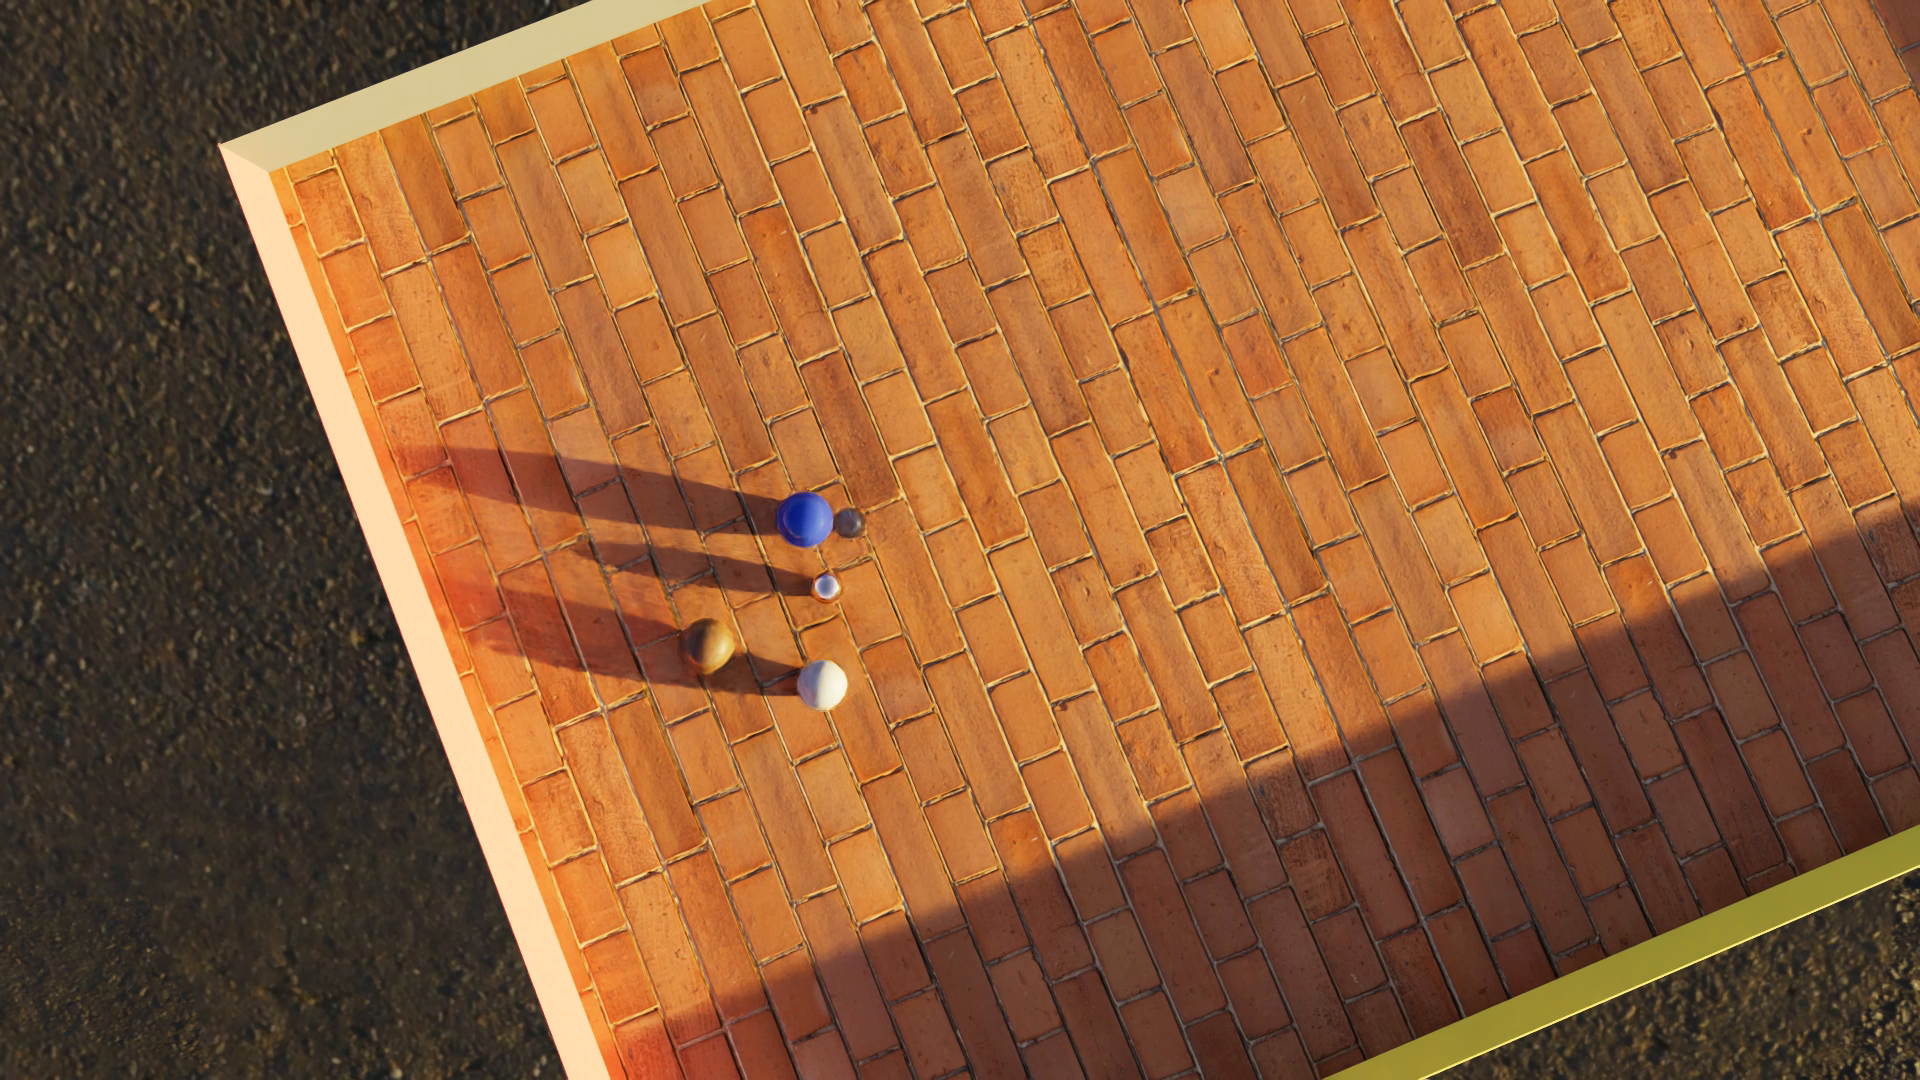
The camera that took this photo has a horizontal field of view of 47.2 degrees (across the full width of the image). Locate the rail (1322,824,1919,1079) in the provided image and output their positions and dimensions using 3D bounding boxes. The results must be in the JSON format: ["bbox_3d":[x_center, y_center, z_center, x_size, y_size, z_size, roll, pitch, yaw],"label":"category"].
[{"bbox_3d":[1.102,0.554,3.165,3.216,0.110,0.045,-22,82,-3],"label":"rail"}]

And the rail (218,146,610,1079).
[{"bbox_3d":[-0.722,0.290,3.206,0.045,0.110,1.930,-22,82,-3],"label":"rail"}]

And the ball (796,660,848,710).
[{"bbox_3d":[-0.203,0.213,3.238,0.074,0.074,0.074,0,81,0],"label":"ball"}]

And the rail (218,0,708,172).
[{"bbox_3d":[0.385,-1.166,3.432,3.216,0.110,0.045,-22,82,-3],"label":"rail"}]

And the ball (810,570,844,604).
[{"bbox_3d":[-0.198,0.071,3.272,0.049,0.049,0.049,0,81,0],"label":"ball"}]

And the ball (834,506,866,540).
[{"bbox_3d":[-0.165,-0.025,3.287,0.049,0.049,0.049,0,81,0],"label":"ball"}]

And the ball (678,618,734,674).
[{"bbox_3d":[-0.374,0.157,3.242,0.083,0.083,0.083,0,81,0],"label":"ball"}]

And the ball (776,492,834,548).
[{"bbox_3d":[-0.230,-0.030,3.269,0.085,0.085,0.085,0,81,0],"label":"ball"}]
